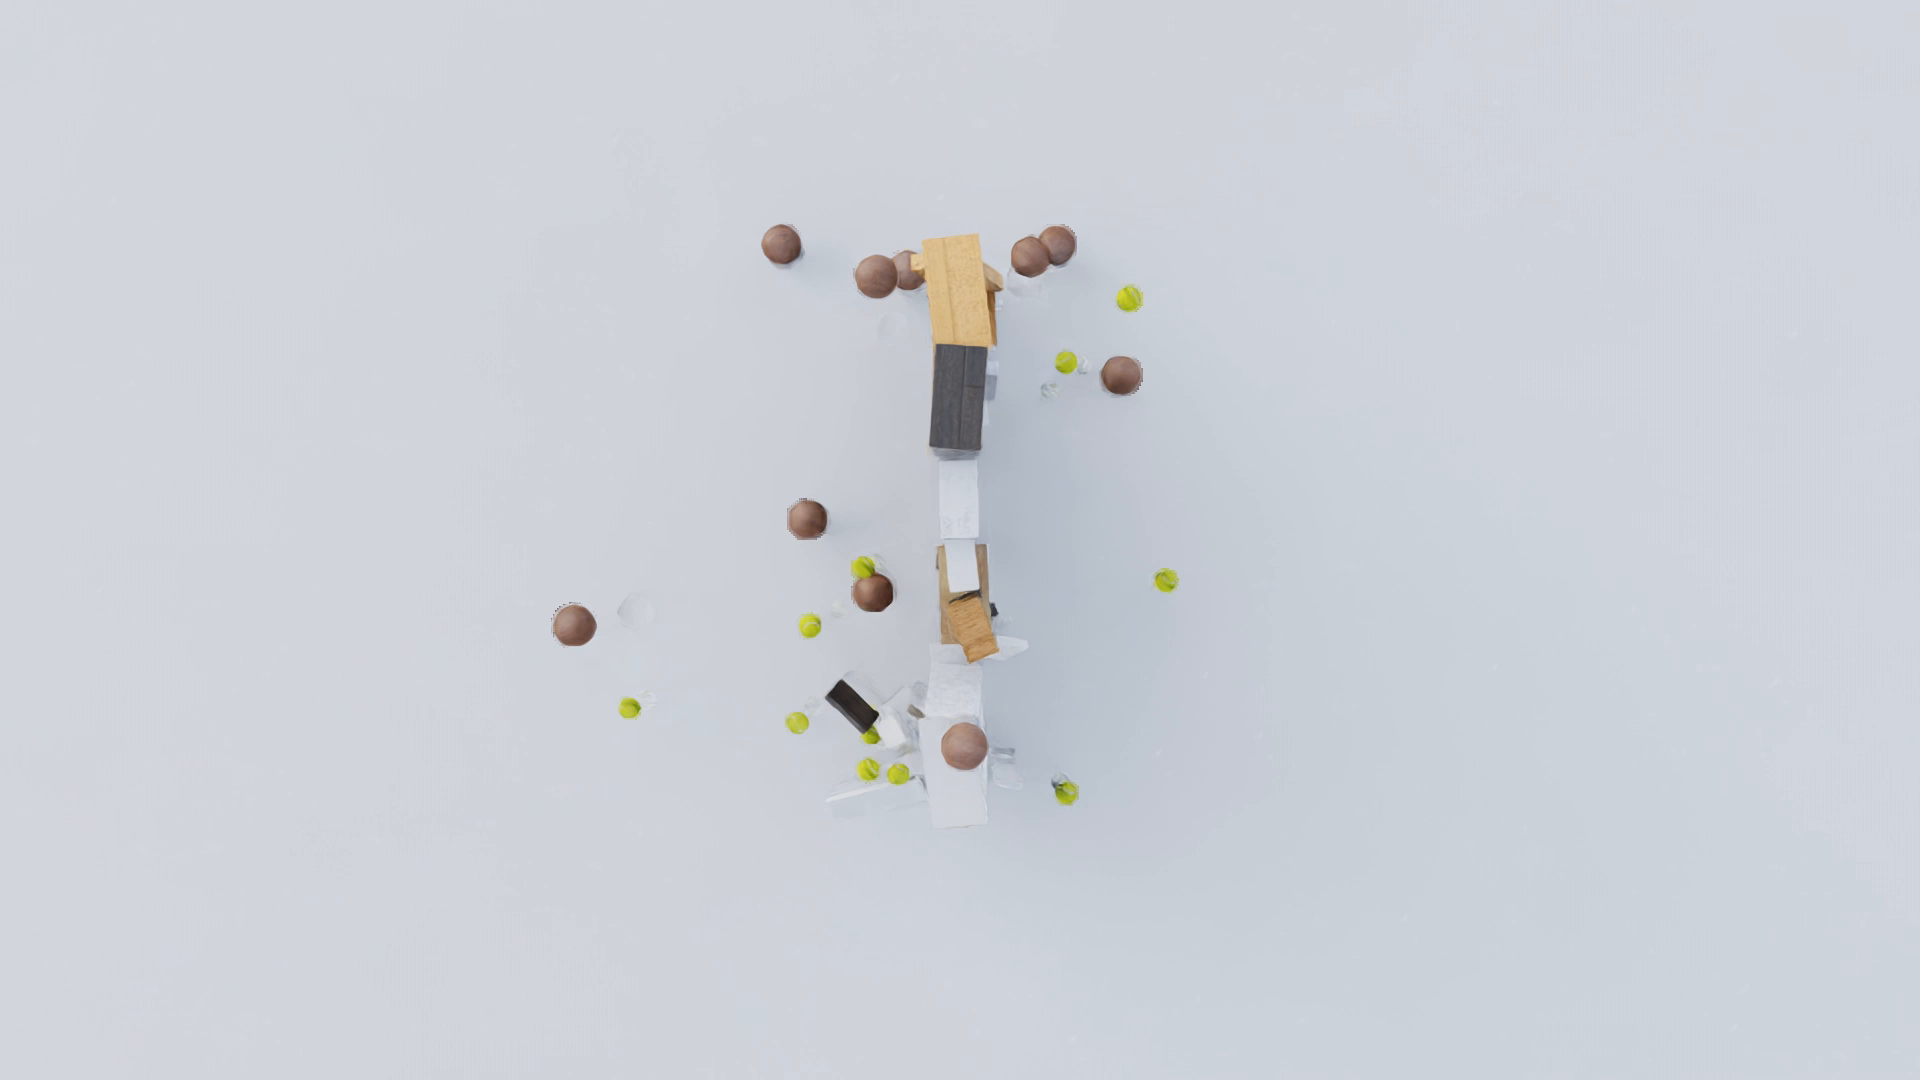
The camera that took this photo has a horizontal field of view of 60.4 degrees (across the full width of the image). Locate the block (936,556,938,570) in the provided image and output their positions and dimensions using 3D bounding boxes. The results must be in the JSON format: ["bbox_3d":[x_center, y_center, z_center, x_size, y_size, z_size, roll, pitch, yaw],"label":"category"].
[{"bbox_3d":[0.003,0.067,4.957,0.144,0.288,0.041,-1,90,0],"label":"block"}]

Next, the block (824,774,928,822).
[{"bbox_3d":[-0.263,0.828,5.285,0.390,0.024,0.085,-20,113,34],"label":"block"}]

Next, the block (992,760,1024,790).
[{"bbox_3d":[0.149,0.744,5.216,0.085,0.169,0.024,10,101,-4],"label":"block"}]

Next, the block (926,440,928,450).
[{"bbox_3d":[-0.010,-0.266,4.934,0.171,0.348,0.048,-2,90,0],"label":"block"}]

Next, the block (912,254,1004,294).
[{"bbox_3d":[-0.002,-0.764,4.727,0.157,0.391,0.044,-5,86,17],"label":"block"}]

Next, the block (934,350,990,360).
[{"bbox_3d":[0.005,-0.550,4.658,0.157,0.314,0.044,-4,91,0],"label":"block"}]

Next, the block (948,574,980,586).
[{"bbox_3d":[0.009,0.114,4.656,0.081,0.223,0.023,-4,88,-2],"label":"block"}]

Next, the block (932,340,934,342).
[{"bbox_3d":[-0.004,-0.662,5.327,0.173,0.346,0.049,-2,90,0],"label":"block"}]

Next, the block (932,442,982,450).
[{"bbox_3d":[-0.008,-0.275,4.574,0.138,0.275,0.039,0,90,0],"label":"block"}]

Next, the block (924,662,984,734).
[{"bbox_3d":[-0.017,0.452,4.741,0.153,0.305,0.043,5,115,1],"label":"block"}]

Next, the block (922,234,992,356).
[{"bbox_3d":[-0.009,-0.667,4.485,0.157,0.044,0.314,-7,85,-1],"label":"block"}]

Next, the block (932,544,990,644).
[{"bbox_3d":[0.004,0.155,5.126,0.175,0.049,0.349,0,90,0],"label":"block"}]

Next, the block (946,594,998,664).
[{"bbox_3d":[0.035,0.246,4.596,0.091,0.026,0.183,-22,113,-2],"label":"block"}]

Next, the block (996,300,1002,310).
[{"bbox_3d":[0.073,-0.740,5.165,0.093,0.421,0.026,9,96,-3],"label":"block"}]

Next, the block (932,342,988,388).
[{"bbox_3d":[0.002,-0.539,5.130,0.173,0.049,0.346,1,90,0],"label":"block"}]

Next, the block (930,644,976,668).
[{"bbox_3d":[-0.017,0.441,4.907,0.134,0.038,0.268,-2,90,1],"label":"block"}]

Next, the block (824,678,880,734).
[{"bbox_3d":[-0.341,0.526,5.214,0.169,0.024,0.085,44,47,-5],"label":"block"}]

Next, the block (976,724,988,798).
[{"bbox_3d":[-0.003,0.649,4.754,0.153,0.305,0.043,-13,118,7],"label":"block"}]

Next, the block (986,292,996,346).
[{"bbox_3d":[0.059,-0.665,4.910,0.093,0.026,0.186,-4,71,8],"label":"block"}]

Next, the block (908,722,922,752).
[{"bbox_3d":[-0.091,0.655,5.133,0.027,0.097,0.193,-40,105,-23],"label":"block"}]

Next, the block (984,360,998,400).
[{"bbox_3d":[0.033,-0.446,4.624,0.138,0.379,0.039,2,84,0],"label":"block"}]

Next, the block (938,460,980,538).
[{"bbox_3d":[-0.003,-0.110,4.486,0.104,0.030,0.209,-1,90,1],"label":"block"}]

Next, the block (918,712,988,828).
[{"bbox_3d":[-0.018,0.641,4.582,0.153,0.043,0.305,-7,95,6],"label":"block"}]

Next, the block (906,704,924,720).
[{"bbox_3d":[-0.076,0.580,5.105,0.194,0.097,0.027,41,83,-38],"label":"block"}]

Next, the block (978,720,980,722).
[{"bbox_3d":[-0.007,0.528,5.061,0.134,0.268,0.038,0,89,1],"label":"block"}]

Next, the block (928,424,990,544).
[{"bbox_3d":[-0.002,-0.158,4.736,0.171,0.048,0.341,-1,90,0],"label":"block"}]

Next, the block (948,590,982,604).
[{"bbox_3d":[0.012,0.170,4.674,0.091,0.183,0.026,-23,89,-2],"label":"block"}]

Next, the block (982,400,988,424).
[{"bbox_3d":[0.013,-0.450,4.833,0.127,0.036,0.254,-3,90,0],"label":"block"}]

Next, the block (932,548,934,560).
[{"bbox_3d":[0.003,0.038,5.325,0.175,0.349,0.049,0,90,0],"label":"block"}]

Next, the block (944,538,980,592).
[{"bbox_3d":[0.004,0.060,4.535,0.081,0.023,0.162,-6,88,-2],"label":"block"}]

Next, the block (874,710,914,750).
[{"bbox_3d":[-0.209,0.591,5.141,0.027,0.194,0.097,-30,87,-25],"label":"block"}]

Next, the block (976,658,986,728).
[{"bbox_3d":[0.012,0.462,5.214,0.133,0.038,0.266,-2,90,0],"label":"block"}]

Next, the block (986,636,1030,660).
[{"bbox_3d":[0.115,0.311,4.739,0.091,0.183,0.026,-28,70,25],"label":"block"}]

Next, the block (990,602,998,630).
[{"bbox_3d":[0.036,0.250,4.951,0.144,0.288,0.041,-18,80,-4],"label":"block"}]

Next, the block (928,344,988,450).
[{"bbox_3d":[-0.005,-0.382,4.415,0.138,0.039,0.275,4,91,0],"label":"block"}]

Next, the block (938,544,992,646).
[{"bbox_3d":[0.012,0.157,4.786,0.144,0.041,0.288,-3,88,-2],"label":"block"}]
